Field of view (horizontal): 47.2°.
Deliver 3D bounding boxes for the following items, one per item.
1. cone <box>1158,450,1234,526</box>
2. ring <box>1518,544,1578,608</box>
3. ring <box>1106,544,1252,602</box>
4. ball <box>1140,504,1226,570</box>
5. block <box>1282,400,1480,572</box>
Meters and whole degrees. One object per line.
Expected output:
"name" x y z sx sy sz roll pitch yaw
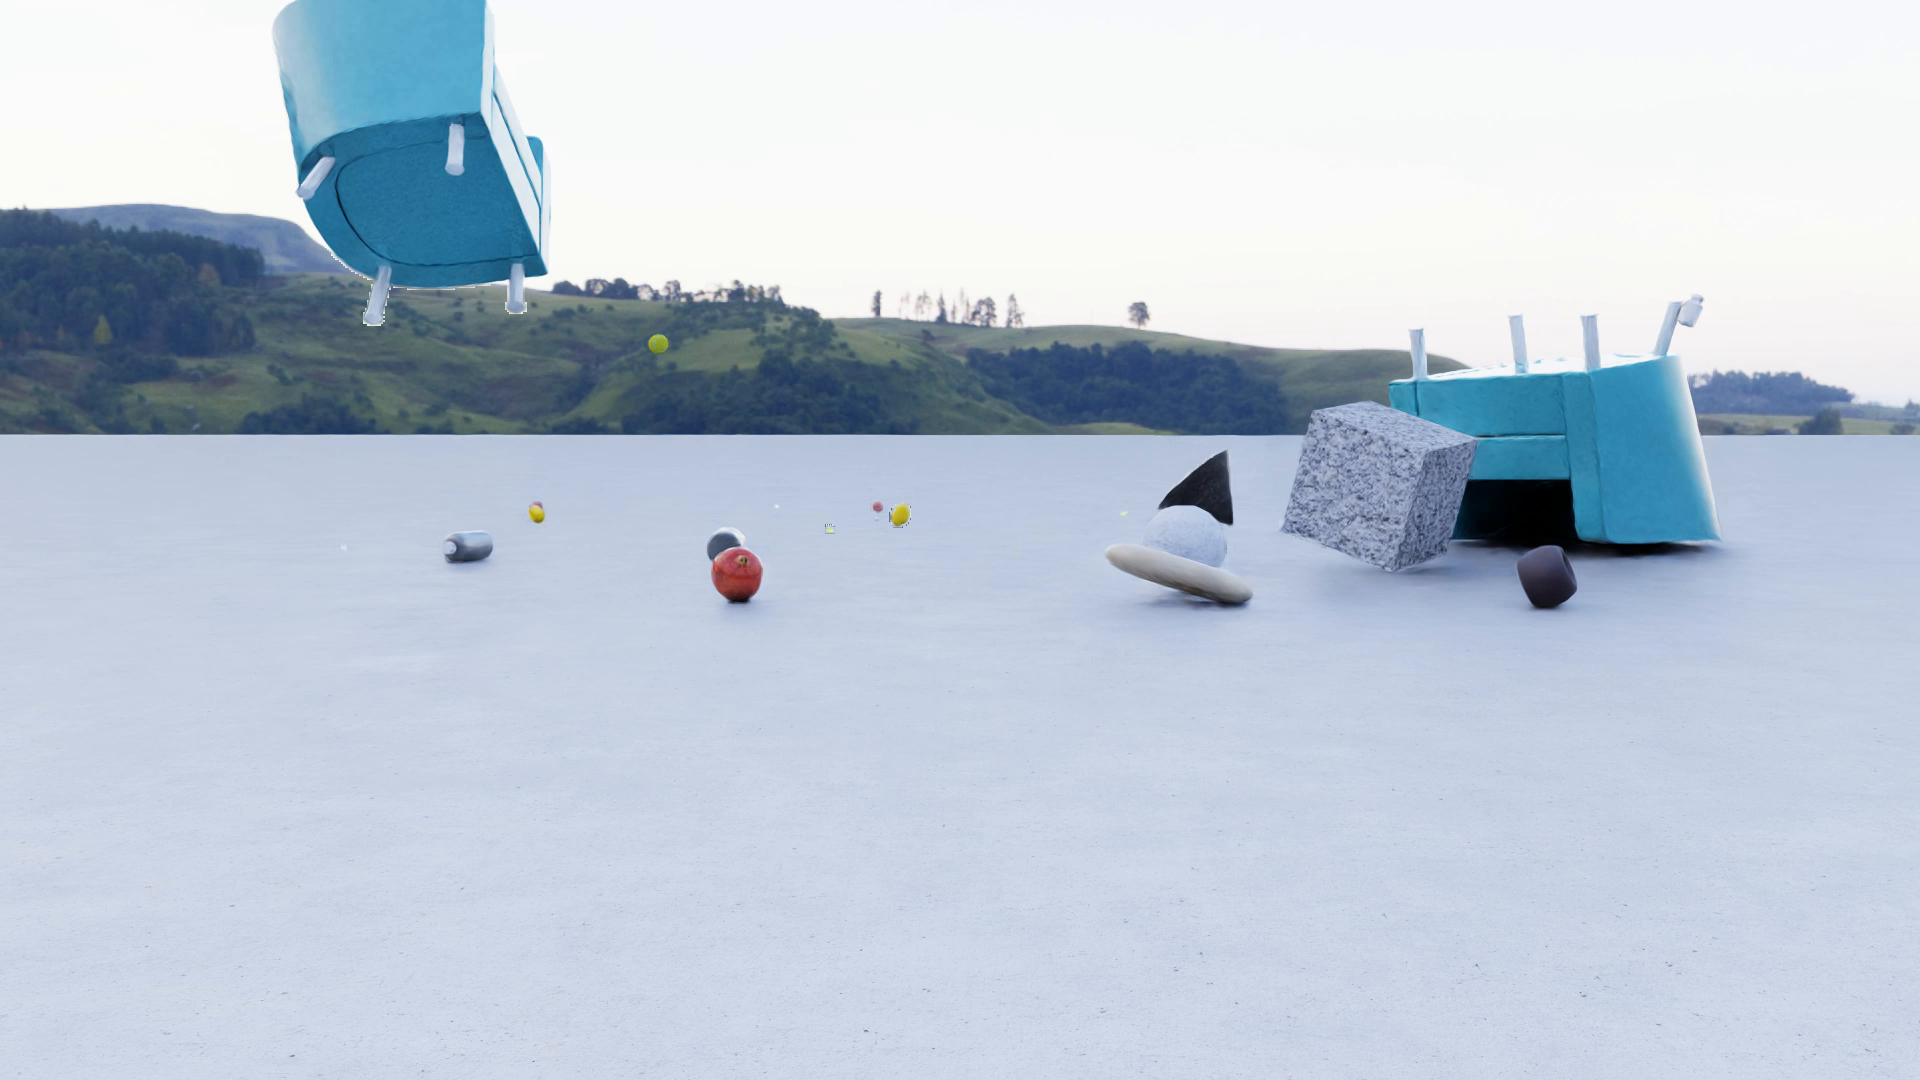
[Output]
"cone" 0.640 -0.094 5.551 0.226 0.156 0.291 -44 -10 21
"ring" 1.215 0.075 4.548 0.095 0.123 0.210 -24 -1 18
"ring" 0.458 0.070 4.599 0.322 0.056 0.181 17 -5 2
"ball" 0.488 0.014 4.806 0.185 0.185 0.185 0 4 0
"block" 1.053 -0.140 5.505 0.314 0.311 0.310 24 21 32
